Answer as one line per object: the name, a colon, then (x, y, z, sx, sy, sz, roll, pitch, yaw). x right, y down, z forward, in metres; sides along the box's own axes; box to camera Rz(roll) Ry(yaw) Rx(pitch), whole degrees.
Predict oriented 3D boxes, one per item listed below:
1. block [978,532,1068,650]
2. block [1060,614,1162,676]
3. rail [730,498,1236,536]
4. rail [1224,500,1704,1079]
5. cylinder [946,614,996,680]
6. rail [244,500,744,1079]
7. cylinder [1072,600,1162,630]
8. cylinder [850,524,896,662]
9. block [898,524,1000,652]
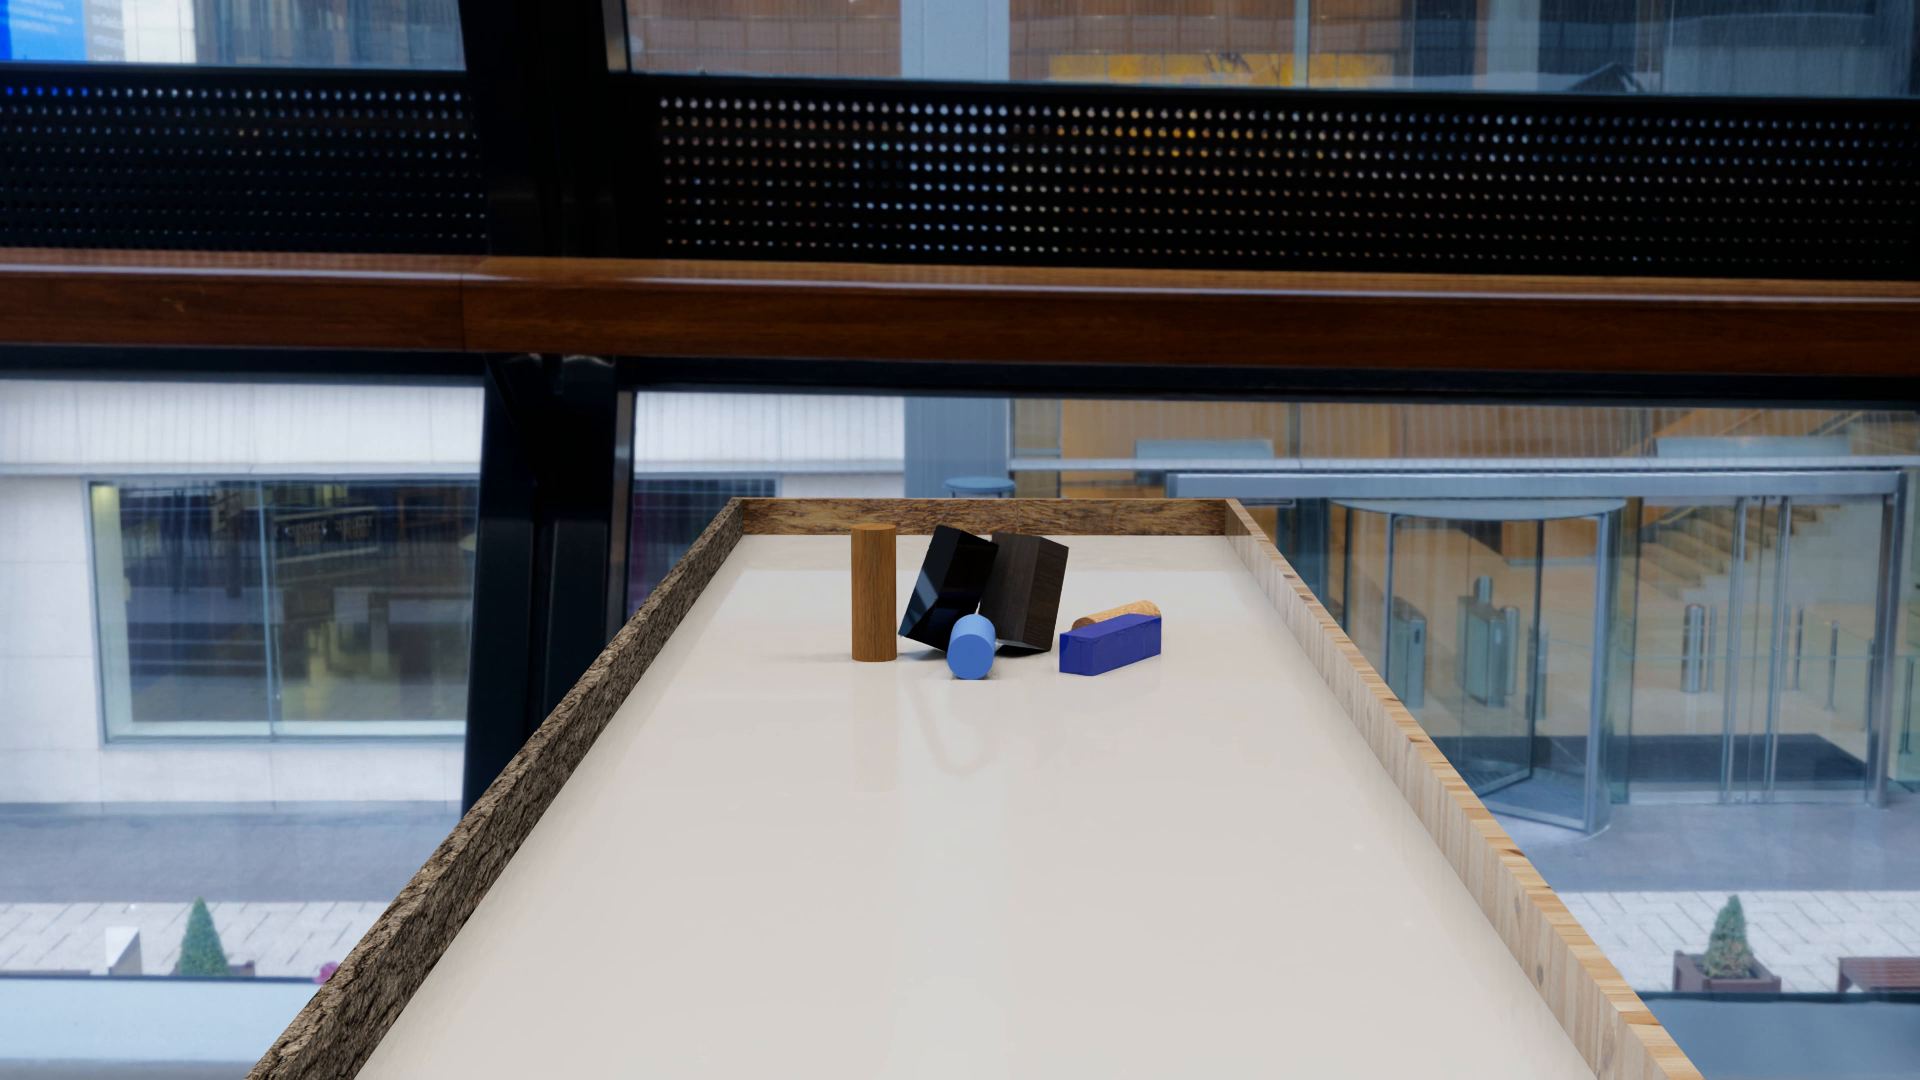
block: (0.192, 0.159, 6.829, 0.176, 0.329, 0.176, 6, -7, 34)
block: (0.458, 0.315, 6.656, 0.115, 0.115, 0.403, 6, 11, 35)
rail: (0.099, -0.098, 9.147, 2.100, 0.150, 0.050, 0, 9, 1)
rail: (1.046, 0.843, 3.208, 0.050, 0.150, 12.000, 0, 9, 1)
cylinder: (0.036, 0.318, 6.567, 0.137, 0.137, 0.307, 0, 9, 2)
rail: (-1.004, 0.839, 3.234, 0.050, 0.150, 12.000, 0, 9, 1)
cylinder: (0.493, 0.272, 6.920, 0.116, 0.116, 0.357, 6, 11, 35)
cylinder: (-0.262, 0.160, 6.704, 0.138, 0.406, 0.138, 0, 9, 0)
block: (-0.036, 0.154, 6.781, 0.147, 0.364, 0.147, 22, -4, -33)
